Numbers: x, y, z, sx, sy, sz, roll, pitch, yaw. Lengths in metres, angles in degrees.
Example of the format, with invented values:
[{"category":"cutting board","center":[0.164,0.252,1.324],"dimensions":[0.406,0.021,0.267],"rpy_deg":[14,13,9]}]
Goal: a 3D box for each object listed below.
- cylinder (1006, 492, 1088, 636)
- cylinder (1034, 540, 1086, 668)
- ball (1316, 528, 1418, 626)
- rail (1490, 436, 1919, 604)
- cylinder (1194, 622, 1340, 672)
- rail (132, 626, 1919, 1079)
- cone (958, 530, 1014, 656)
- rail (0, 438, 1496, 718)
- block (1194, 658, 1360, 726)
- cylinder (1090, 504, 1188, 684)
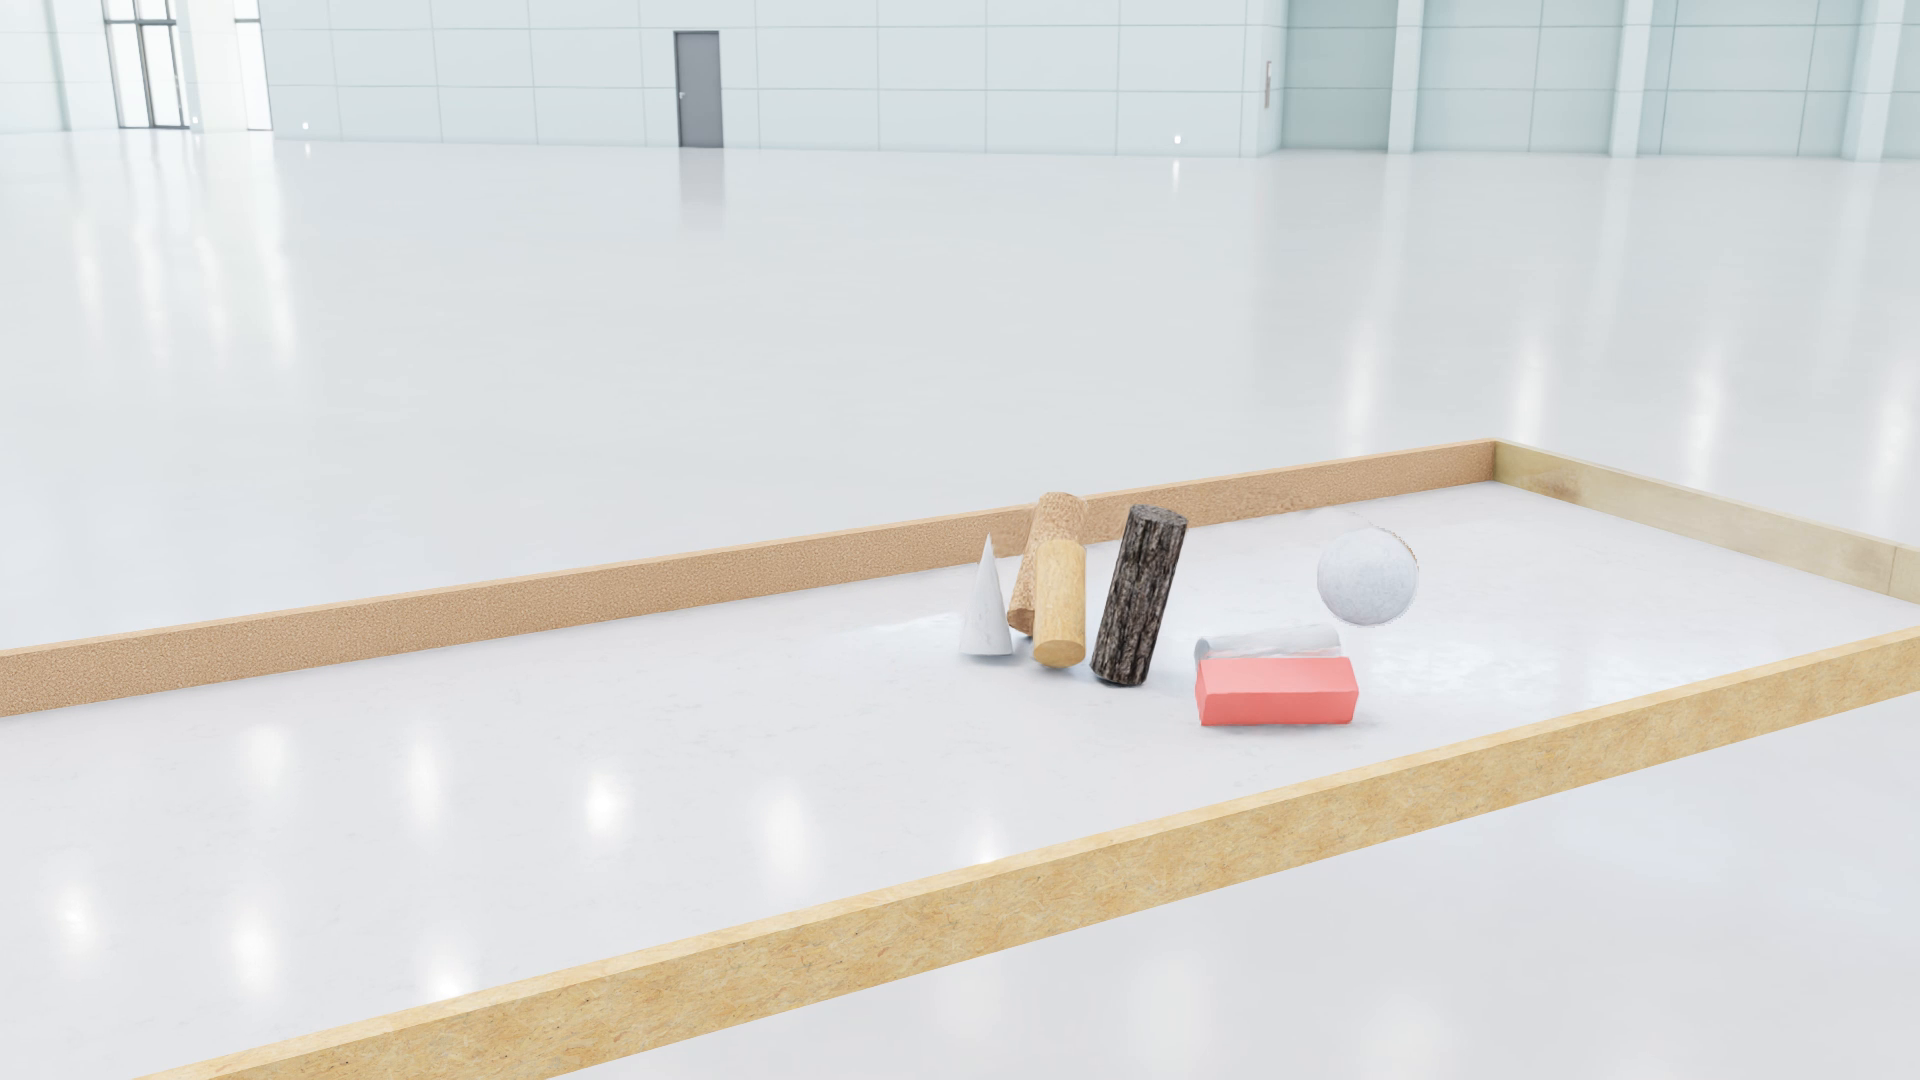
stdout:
[{"category":"cylinder","center":[0.239,0.064,4.510],"dimensions":[0.139,0.139,0.387],"rpy_deg":[6,57,18]},{"category":"cylinder","center":[0.259,0.164,4.278],"dimensions":[0.133,0.133,0.313],"rpy_deg":[1,53,3]},{"category":"ball","center":[0.950,0.086,3.855],"dimensions":[0.229,0.229,0.229],"rpy_deg":[0,16,0]},{"category":"rail","center":[2.466,-0.048,5.253],"dimensions":[0.050,0.150,2.100],"rpy_deg":[-9,18,-27]},{"category":"cylinder","center":[0.780,0.286,4.183],"dimensions":[0.358,0.113,0.113],"rpy_deg":[-6,17,-19]},{"category":"rail","center":[-2.336,1.006,1.665],"dimensions":[12.000,0.150,0.050],"rpy_deg":[-9,18,-27]},{"category":"cone","center":[0.071,0.133,4.300],"dimensions":[0.149,0.316,0.149],"rpy_deg":[1,4,0]},{"category":"rail","center":[-3.305,0.497,3.399],"dimensions":[12.000,0.150,0.050],"rpy_deg":[-9,18,-27]},{"category":"block","center":[0.742,0.356,3.881],"dimensions":[0.355,0.111,0.111],"rpy_deg":[-1,41,-2]},{"category":"cylinder","center":[0.444,0.136,4.103],"dimensions":[0.146,0.424,0.146],"rpy_deg":[12,17,-4]}]
